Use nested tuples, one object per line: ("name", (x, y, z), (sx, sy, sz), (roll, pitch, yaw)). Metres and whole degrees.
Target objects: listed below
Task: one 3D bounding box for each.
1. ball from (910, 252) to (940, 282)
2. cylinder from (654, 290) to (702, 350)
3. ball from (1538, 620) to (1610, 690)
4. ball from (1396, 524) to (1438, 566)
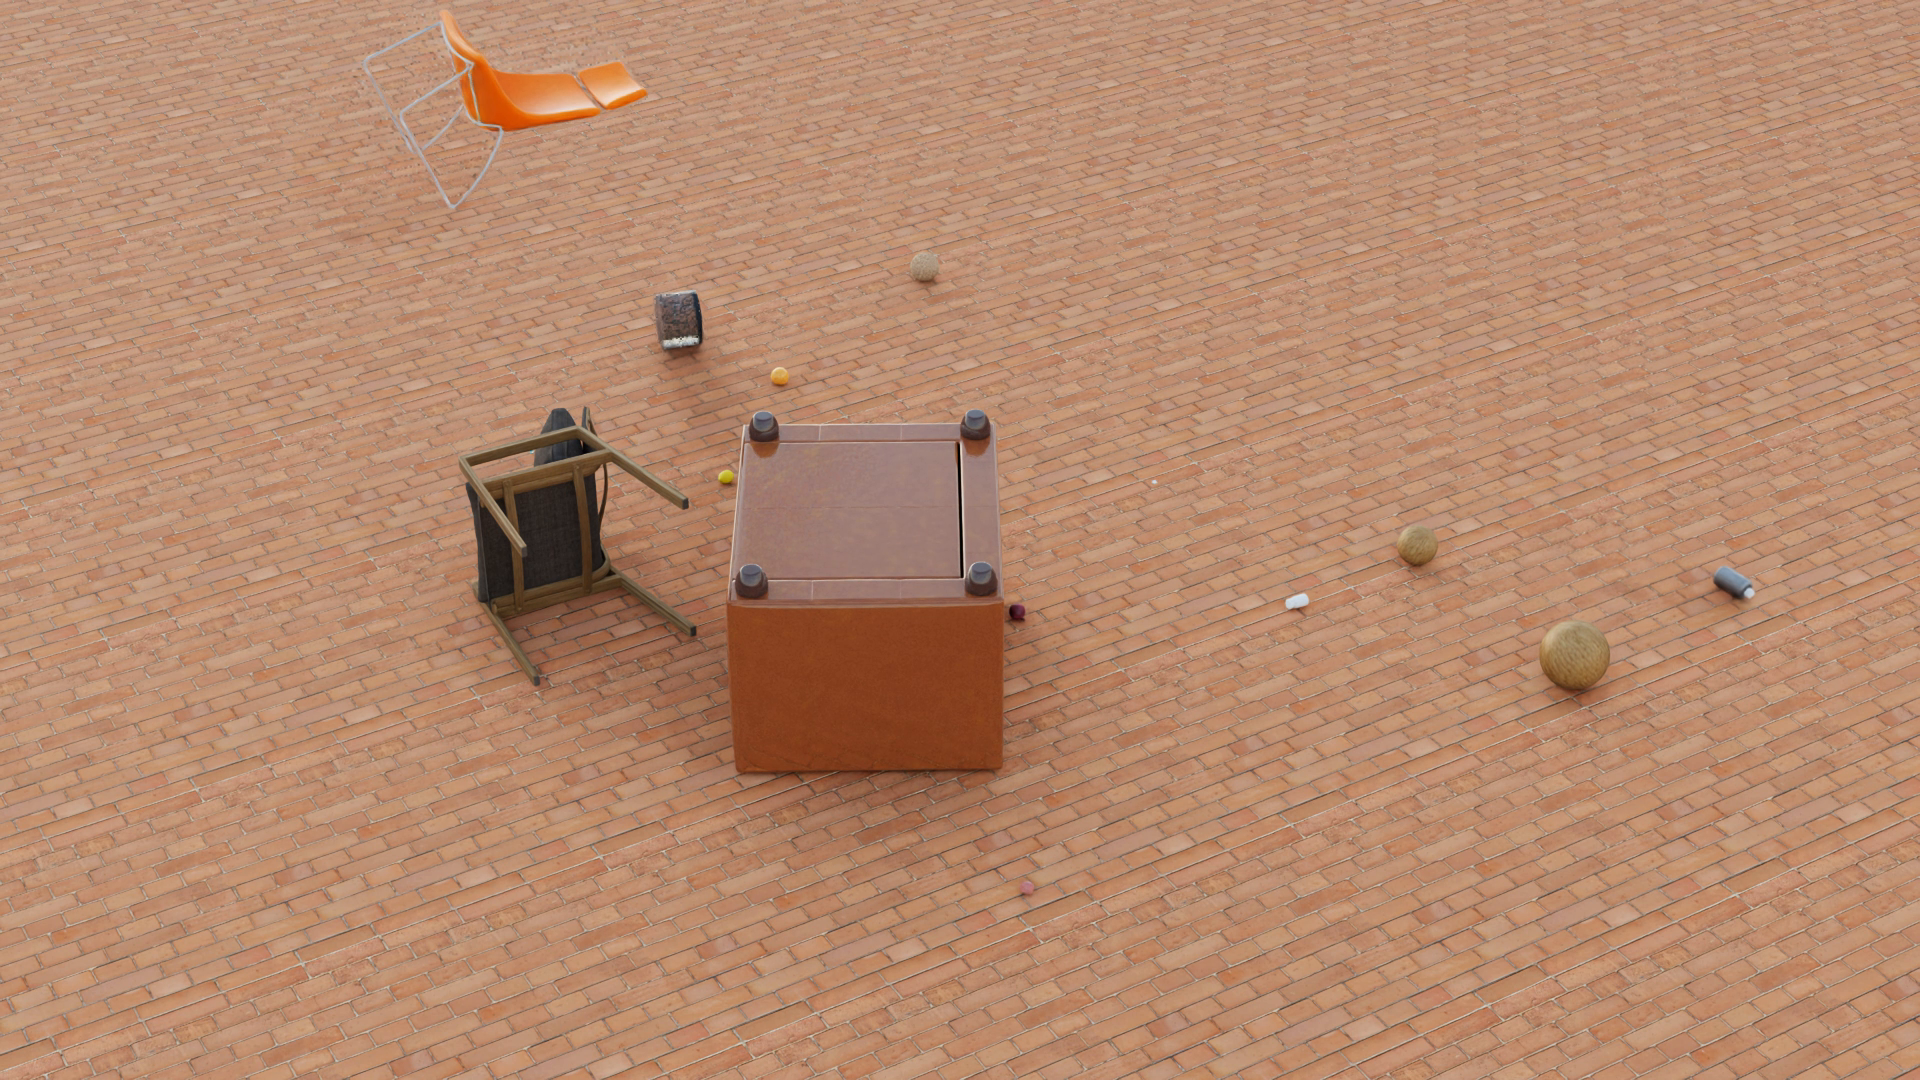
("ball", (-0.151, -1.175, 12.613), (0.126, 0.126, 0.126), (0, 33, 0))
("cylinder", (-1.163, -0.908, 12.112), (0.160, 0.235, 0.220), (-9, 59, -13))
("ball", (2.121, 0.396, 10.123), (0.242, 0.242, 0.242), (0, 33, 0))
("ball", (1.682, 0.019, 10.780), (0.150, 0.150, 0.150), (0, 33, 0))
